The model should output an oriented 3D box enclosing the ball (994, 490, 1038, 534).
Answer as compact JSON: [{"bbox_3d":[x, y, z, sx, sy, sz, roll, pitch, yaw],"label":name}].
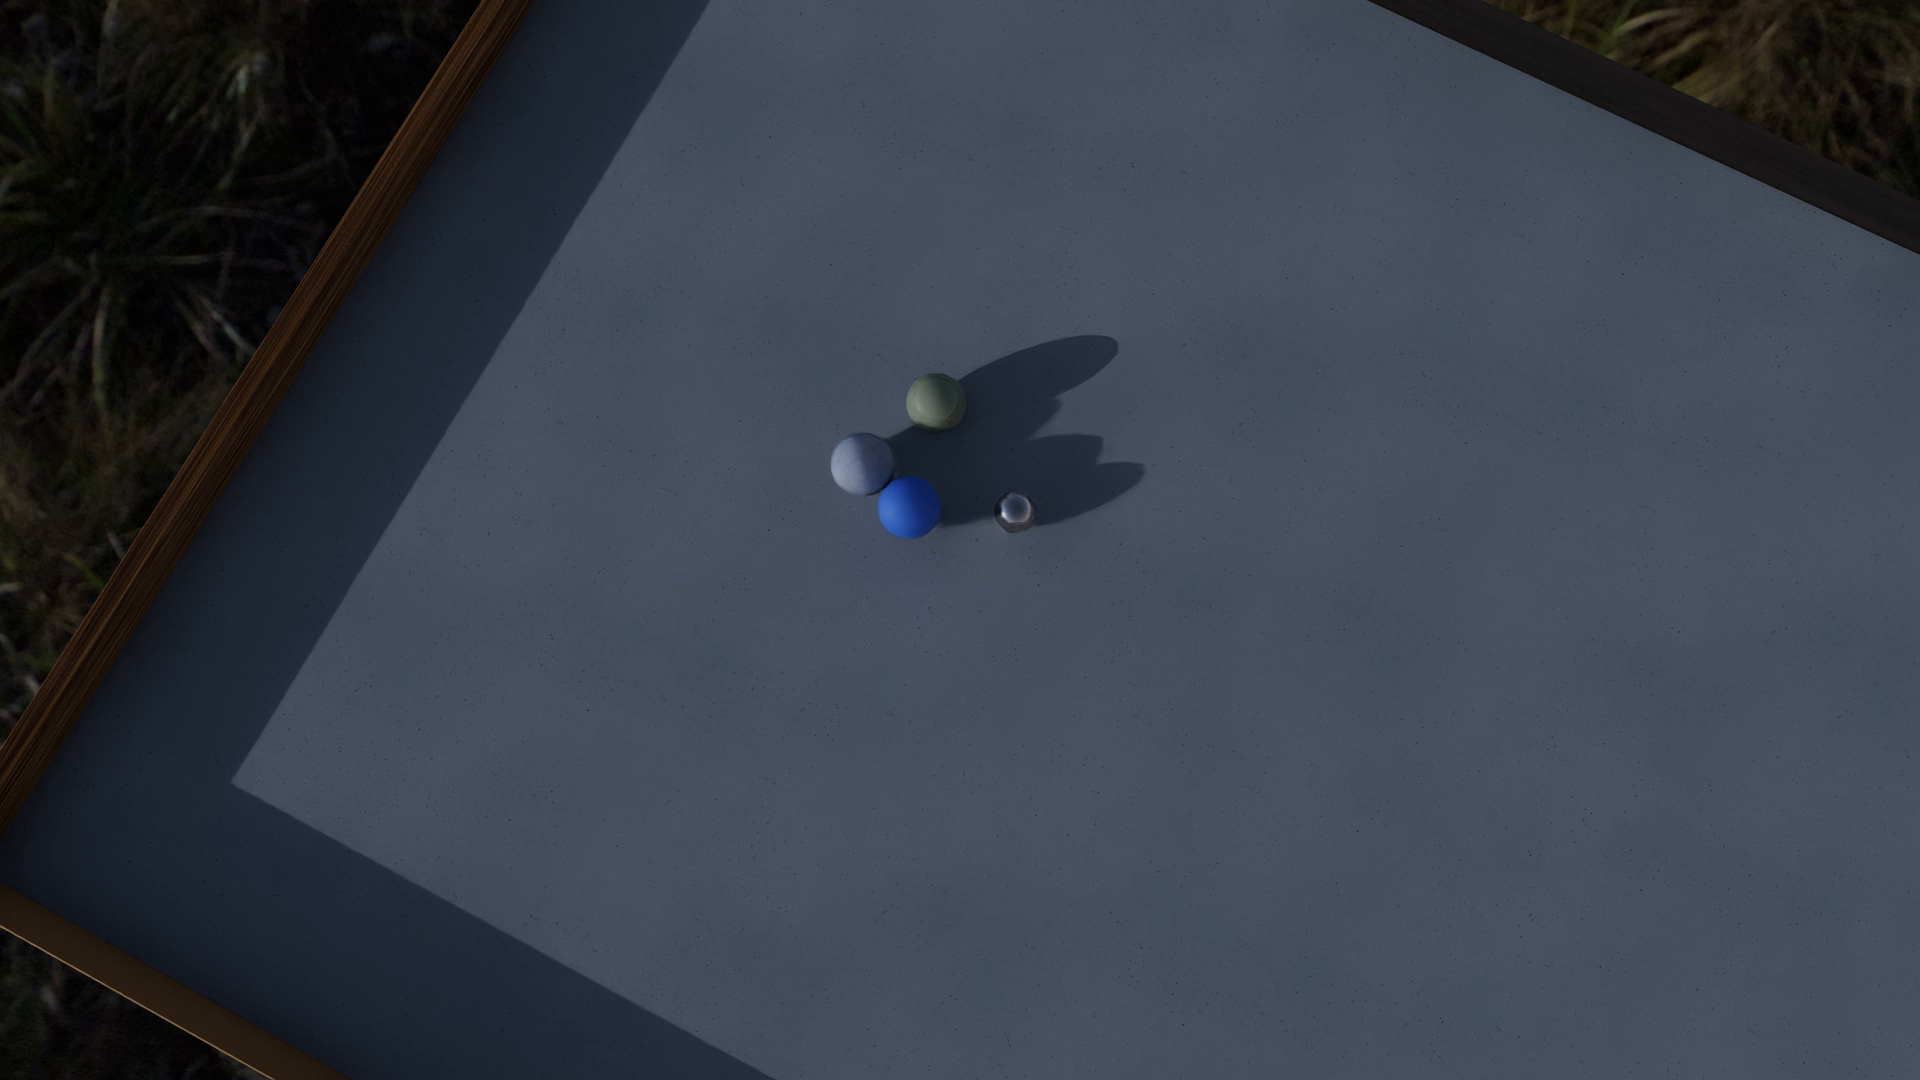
[{"bbox_3d":[0.085,-0.043,3.362,0.066,0.066,0.066,0,75,0],"label":"ball"}]

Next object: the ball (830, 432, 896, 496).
[{"bbox_3d":[-0.148,-0.115,3.365,0.098,0.098,0.098,0,75,0],"label":"ball"}]

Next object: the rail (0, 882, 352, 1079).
[{"bbox_3d":[0.428,1.439,2.931,4.288,0.128,0.045,27,77,7],"label":"rail"}]

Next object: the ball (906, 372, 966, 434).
[{"bbox_3d":[-0.037,-0.211,3.393,0.094,0.094,0.094,0,75,0],"label":"ball"}]

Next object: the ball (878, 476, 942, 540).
[{"bbox_3d":[-0.076,-0.049,3.348,0.097,0.097,0.097,0,75,0],"label":"ball"}]

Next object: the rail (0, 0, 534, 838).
[{"bbox_3d":[-0.929,-0.474,3.445,0.045,0.128,2.299,27,77,7],"label":"rail"}]

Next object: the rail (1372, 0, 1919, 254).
[{"bbox_3d":[1.472,-0.487,3.449,4.288,0.128,0.045,27,77,7],"label":"rail"}]
